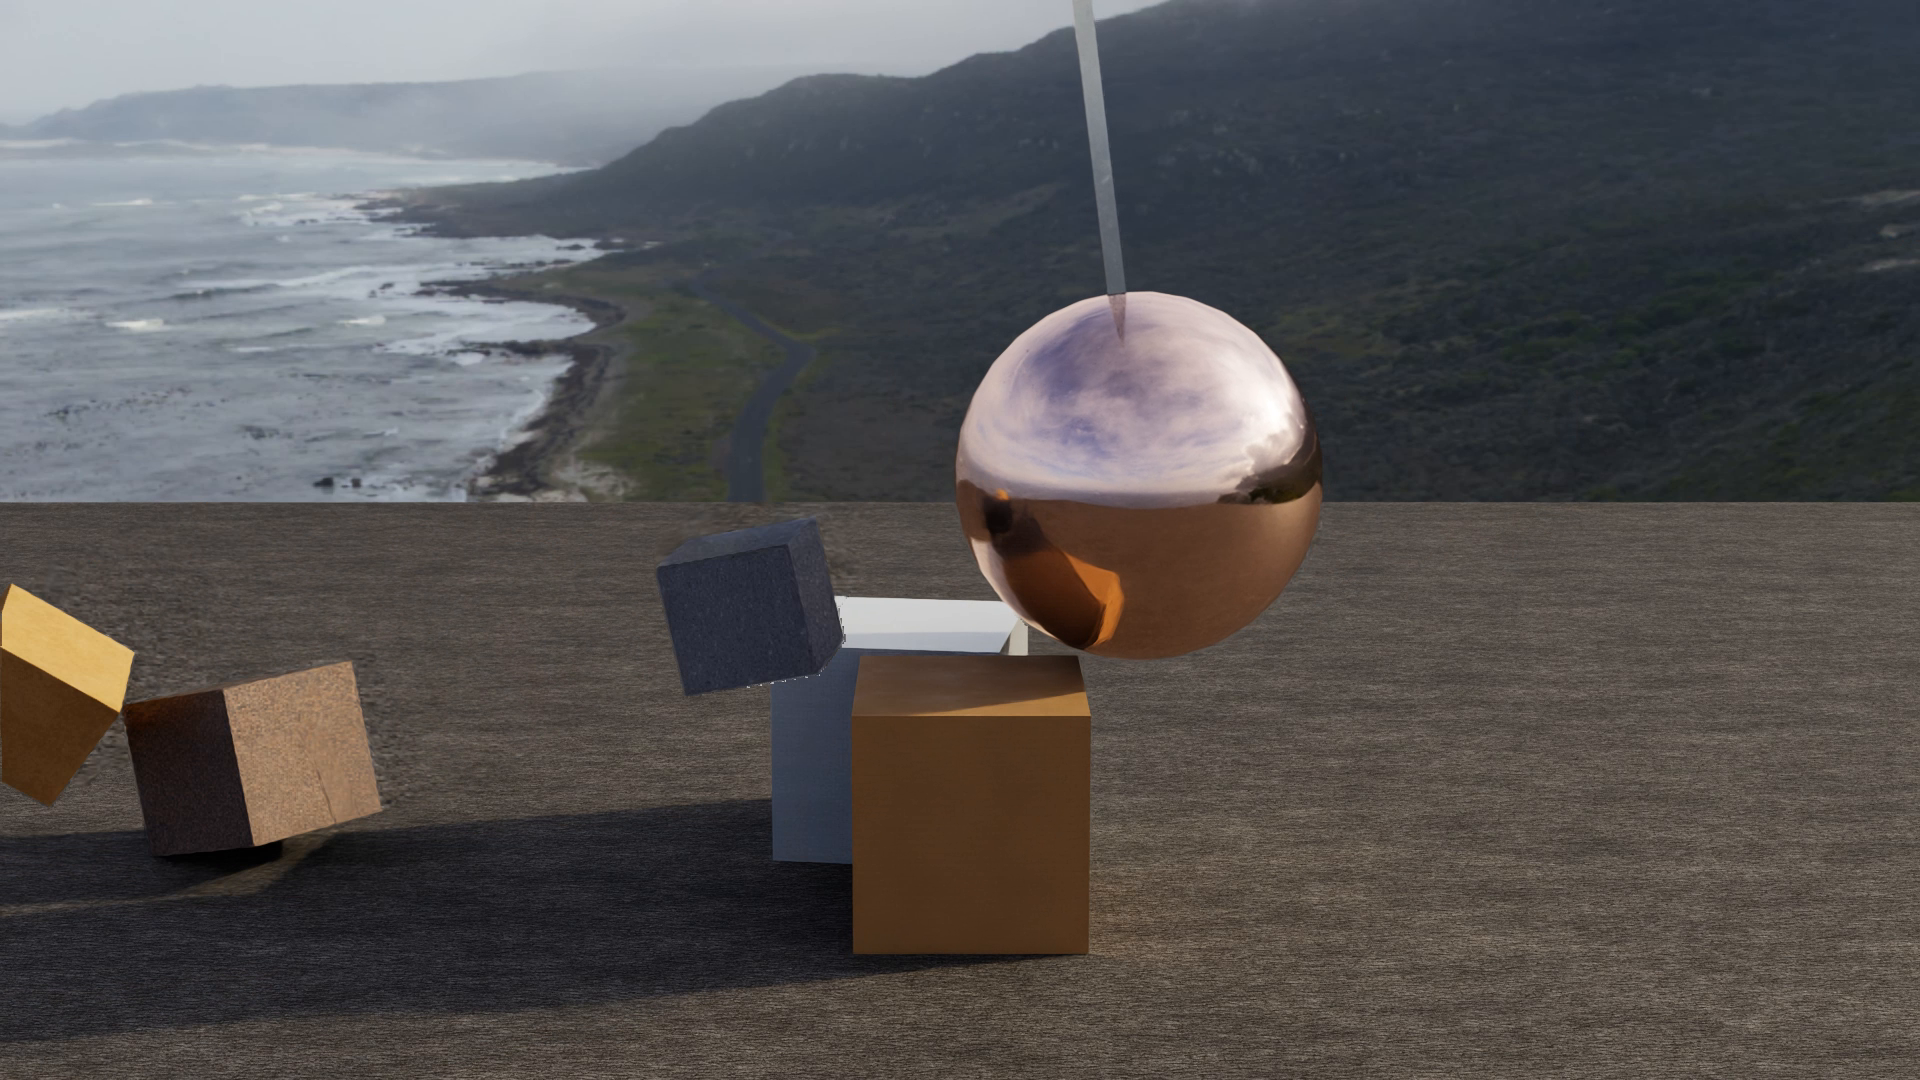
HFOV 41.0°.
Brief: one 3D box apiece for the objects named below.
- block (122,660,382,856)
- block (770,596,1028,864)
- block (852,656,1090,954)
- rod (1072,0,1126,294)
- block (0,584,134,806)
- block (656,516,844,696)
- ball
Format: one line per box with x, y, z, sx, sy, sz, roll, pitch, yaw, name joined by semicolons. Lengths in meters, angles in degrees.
-3.219;0.993;11.666;0.786;0.702;0.703;-10;2;39;block
-0.260;0.874;11.974;1.029;0.996;1.102;1;10;8;block
0.042;1.089;10.807;0.951;0.990;1.080;0;10;0;block
0.335;-3.595;10.527;0.080;5.200;0.080;-7;10;1;rod
-4.060;0.674;11.212;0.607;0.554;0.579;34;14;-23;block
-0.890;0.275;10.962;0.582;0.562;0.546;-10;11;11;block
0.773;-0.277;11.130;1.600;1.600;1.600;0;10;0;ball
